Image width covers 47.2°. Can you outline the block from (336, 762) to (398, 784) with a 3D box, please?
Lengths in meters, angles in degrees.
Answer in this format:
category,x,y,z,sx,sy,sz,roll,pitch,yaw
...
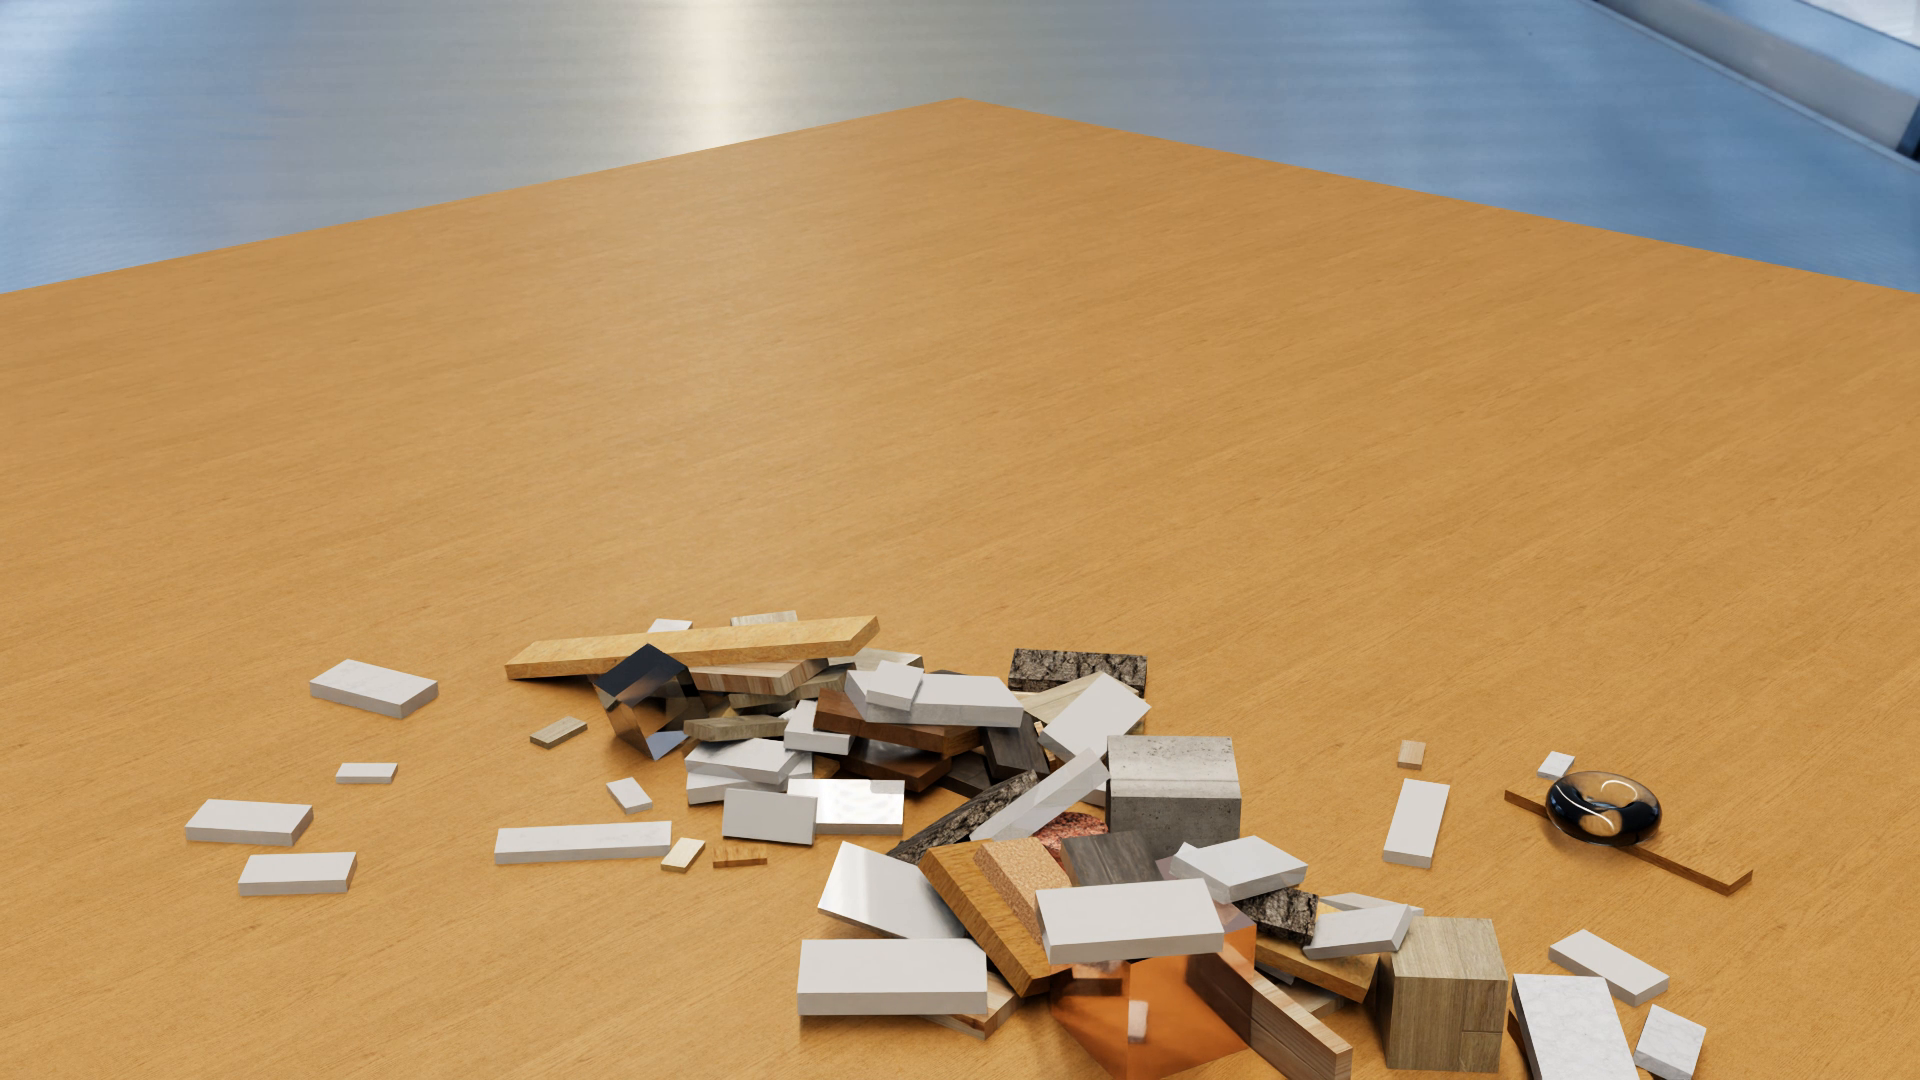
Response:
category,x,y,z,sx,sy,sz,roll,pitch,yaw
block,-1.238,0.487,4.592,0.115,0.016,0.058,0,23,0

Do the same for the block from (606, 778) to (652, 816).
category,x,y,z,sx,sy,sz,roll,pitch,yaw
block,-0.677,0.524,4.504,0.058,0.016,0.115,-12,26,-26

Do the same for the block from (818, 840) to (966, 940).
category,x,y,z,sx,sy,sz,roll,pitch,yaw
block,-0.111,0.655,3.996,0.266,0.038,0.133,18,63,6

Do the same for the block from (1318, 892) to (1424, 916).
category,x,y,z,sx,sy,sz,roll,pitch,yaw
block,0.755,0.680,4.041,0.089,0.025,0.177,-1,3,-37

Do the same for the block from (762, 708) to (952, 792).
category,x,y,z,sx,sy,sz,roll,pitch,yaw
block,-0.223,0.439,4.614,0.422,0.033,0.117,13,26,33

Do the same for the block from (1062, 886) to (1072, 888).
category,x,y,z,sx,sy,sz,roll,pitch,yaw
block,0.221,0.602,3.693,0.101,0.014,0.050,1,23,2

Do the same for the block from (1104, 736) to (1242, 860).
category,x,y,z,sx,sy,sz,roll,pitch,yaw
block,0.401,0.536,4.192,0.239,0.239,0.239,1,23,2

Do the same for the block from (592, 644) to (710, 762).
category,x,y,z,sx,sy,sz,roll,pitch,yaw
block,-0.659,0.345,4.699,0.152,0.152,0.152,-37,39,-26

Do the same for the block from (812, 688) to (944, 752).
category,x,y,z,sx,sy,sz,roll,pitch,yaw
block,-0.165,0.370,4.529,0.265,0.038,0.133,12,16,-3

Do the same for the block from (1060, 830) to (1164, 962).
category,x,y,z,sx,sy,sz,roll,pitch,yaw
block,0.270,0.587,3.657,0.140,0.040,0.280,-5,29,-11

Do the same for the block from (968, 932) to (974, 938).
category,x,y,z,sx,sy,sz,roll,pitch,yaw
block,0.147,0.720,4.021,0.241,0.034,0.121,8,24,17

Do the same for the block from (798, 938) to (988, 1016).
category,x,y,z,sx,sy,sz,roll,pitch,yaw
block,-0.116,0.758,3.819,0.323,0.046,0.162,0,23,-1

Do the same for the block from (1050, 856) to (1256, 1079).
category,x,y,z,sx,sy,sz,roll,pitch,yaw
block,0.323,0.729,3.727,0.247,0.247,0.247,-12,26,-26

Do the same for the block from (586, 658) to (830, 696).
category,x,y,z,sx,sy,sz,roll,pitch,yaw
block,-0.565,0.276,4.839,0.613,0.042,0.149,0,23,39

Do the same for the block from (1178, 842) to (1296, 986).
category,x,y,z,sx,sy,sz,roll,pitch,yaw
block,0.492,0.661,3.907,0.286,0.041,0.143,26,45,16

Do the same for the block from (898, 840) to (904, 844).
category,x,y,z,sx,sy,sz,roll,pitch,yaw
block,-0.074,0.614,4.295,0.105,0.015,0.053,7,24,16

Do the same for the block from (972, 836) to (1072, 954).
category,x,y,z,sx,sy,sz,roll,pitch,yaw
block,0.157,0.649,3.935,0.140,0.040,0.280,0,38,-44

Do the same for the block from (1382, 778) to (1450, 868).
category,x,y,z,sx,sy,sz,roll,pitch,yaw
block,0.914,0.564,4.397,0.092,0.026,0.298,7,24,17

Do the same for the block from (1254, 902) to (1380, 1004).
category,x,y,z,sx,sy,sz,roll,pitch,yaw
block,0.577,0.684,3.842,0.311,0.041,0.143,21,43,10

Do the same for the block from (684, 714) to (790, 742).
category,x,y,z,sx,sy,sz,roll,pitch,yaw
block,-0.463,0.391,4.580,0.202,0.029,0.101,-1,6,-39

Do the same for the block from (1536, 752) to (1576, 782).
category,x,y,z,sx,sy,sz,roll,pitch,yaw
block,1.252,0.476,4.620,0.050,0.014,0.100,13,26,28

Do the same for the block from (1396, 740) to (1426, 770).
category,x,y,z,sx,sy,sz,roll,pitch,yaw
block,0.958,0.456,4.667,0.050,0.014,0.100,7,24,15

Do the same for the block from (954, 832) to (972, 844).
category,x,y,z,sx,sy,sz,roll,pitch,yaw
block,0.023,0.625,4.194,0.134,0.038,0.267,11,19,24

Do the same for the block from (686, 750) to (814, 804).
category,x,y,z,sx,sy,sz,roll,pitch,yaw
block,-0.429,0.477,4.522,0.256,0.036,0.128,-8,25,0

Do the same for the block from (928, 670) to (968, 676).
category,x,y,z,sx,sy,sz,roll,pitch,yaw
block,-0.055,0.330,4.862,0.117,0.033,0.234,10,11,31

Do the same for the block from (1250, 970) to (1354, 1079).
category,x,y,z,sx,sy,sz,roll,pitch,yaw
block,0.552,0.831,3.647,0.034,0.121,0.254,-13,26,-28

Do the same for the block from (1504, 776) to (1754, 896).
category,x,y,z,sx,sy,sz,roll,pitch,yaw
block,1.317,0.581,4.358,0.089,0.025,0.501,-20,30,-39

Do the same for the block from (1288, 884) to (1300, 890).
category,x,y,z,sx,sy,sz,roll,pitch,yaw
block,0.500,0.619,3.845,0.184,0.026,0.092,12,43,0

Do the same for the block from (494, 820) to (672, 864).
category,x,y,z,sx,sy,sz,roll,pitch,yaw
block,-0.739,0.595,4.326,0.339,0.026,0.092,-2,23,-5

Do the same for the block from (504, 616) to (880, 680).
category,x,y,z,sx,sy,sz,roll,pitch,yaw
block,-0.604,0.239,4.853,0.912,0.036,0.128,-5,20,27

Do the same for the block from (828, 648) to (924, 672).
category,x,y,z,sx,sy,sz,roll,pitch,yaw
block,-0.244,0.290,4.960,0.298,0.042,0.149,5,22,37

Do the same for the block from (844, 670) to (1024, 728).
category,x,y,z,sx,sy,sz,roll,pitch,yaw
block,-0.055,0.330,4.576,0.340,0.046,0.162,4,18,-21

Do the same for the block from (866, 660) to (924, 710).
category,x,y,z,sx,sy,sz,roll,pitch,yaw
block,-0.133,0.297,4.512,0.092,0.026,0.184,12,17,4

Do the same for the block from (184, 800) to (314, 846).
category,x,y,z,sx,sy,sz,roll,pitch,yaw
block,-1.418,0.564,4.391,0.219,0.031,0.109,3,23,6

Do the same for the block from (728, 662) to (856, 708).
category,x,y,z,sx,sy,sz,roll,pitch,yaw
block,-0.356,0.311,4.703,0.258,0.031,0.109,-9,14,22

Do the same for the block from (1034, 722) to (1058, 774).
category,x,y,z,sx,sy,sz,roll,pitch,yaw
block,0.180,0.437,4.616,0.015,0.051,0.103,-17,50,-6

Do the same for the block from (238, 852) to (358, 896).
category,x,y,z,sx,sy,sz,roll,pitch,yaw
block,-1.268,0.640,4.216,0.202,0.029,0.101,-1,23,-3

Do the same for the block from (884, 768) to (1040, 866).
category,x,y,z,sx,sy,sz,roll,pitch,yaw
block,-0.028,0.563,4.254,0.447,0.038,0.134,-26,-2,-46

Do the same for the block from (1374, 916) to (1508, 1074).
category,x,y,z,sx,sy,sz,roll,pitch,yaw
block,0.811,0.766,3.720,0.184,0.184,0.184,1,23,3
